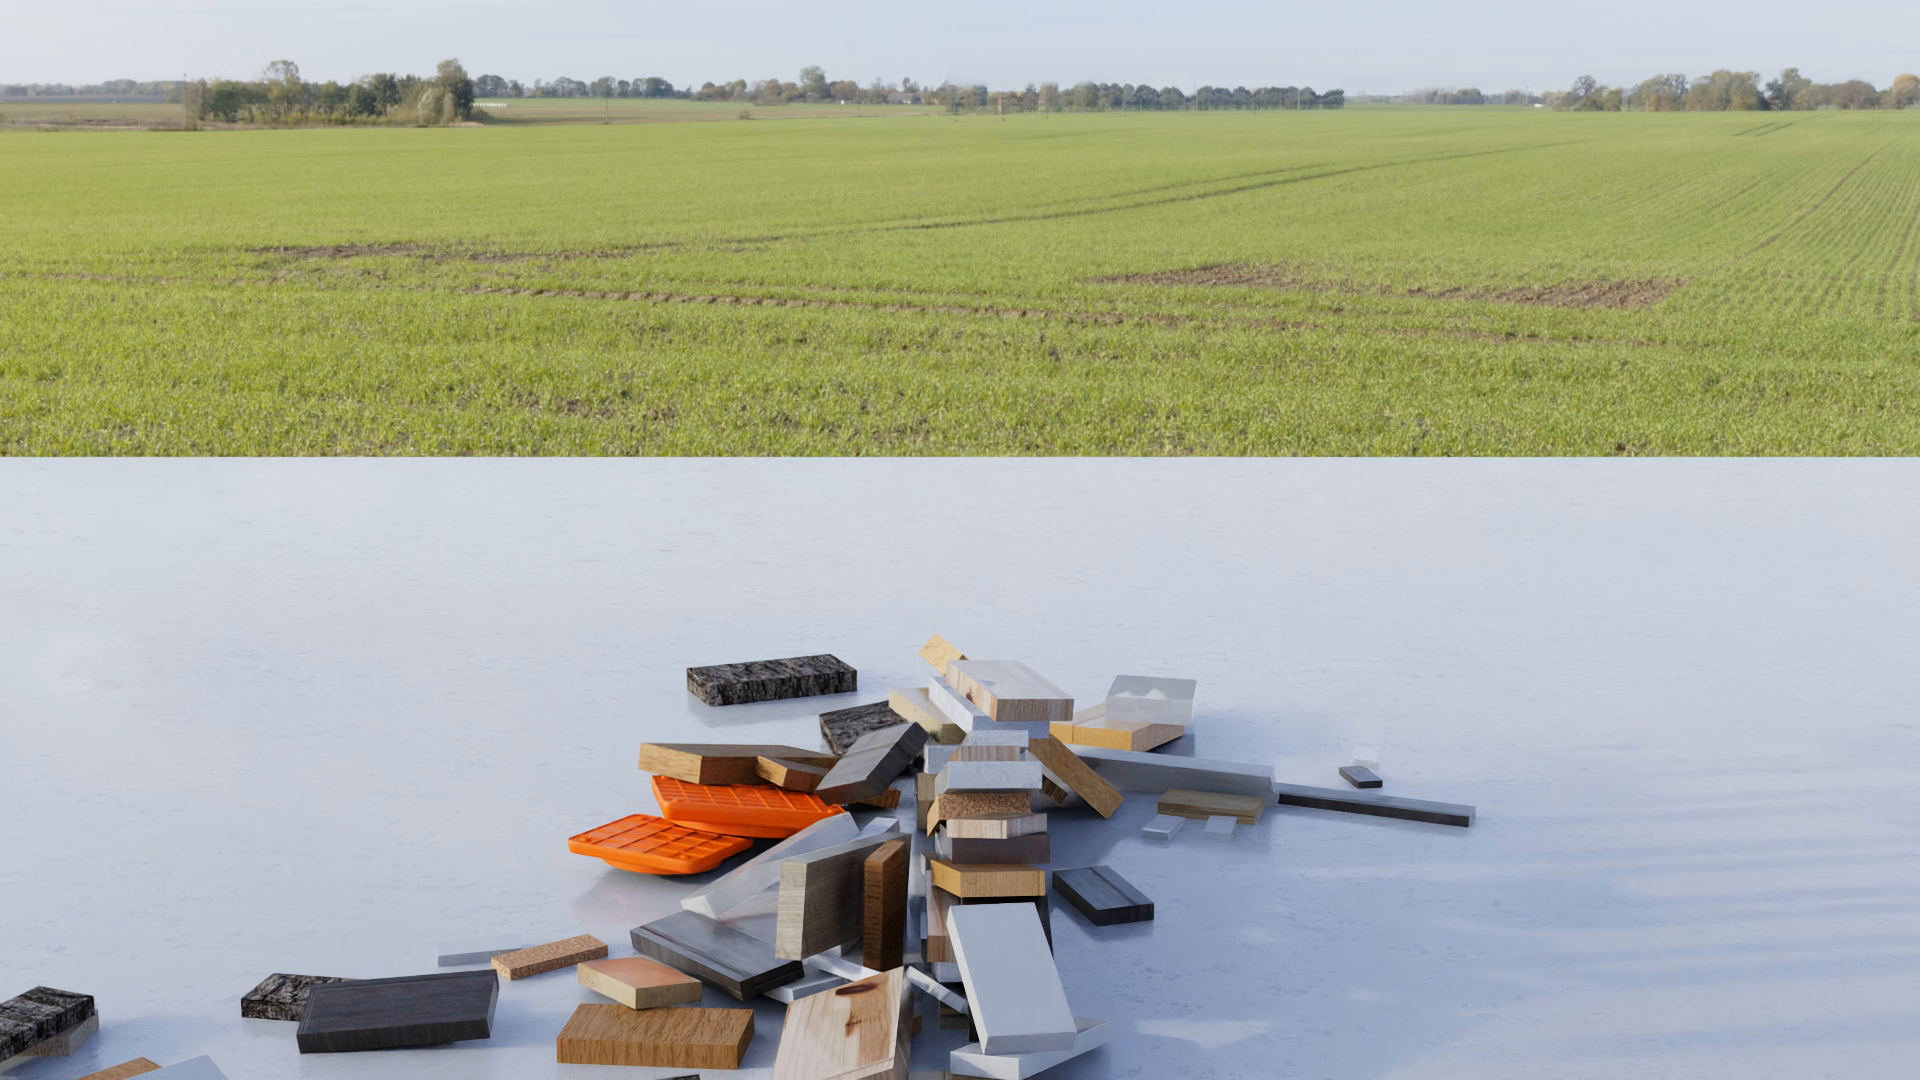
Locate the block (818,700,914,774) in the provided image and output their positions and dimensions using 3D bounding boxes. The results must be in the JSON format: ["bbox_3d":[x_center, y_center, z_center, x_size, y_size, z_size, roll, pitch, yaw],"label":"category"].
[{"bbox_3d":[-0.168,0.405,4.470,0.174,0.049,0.348,-10,13,-12],"label":"block"}]

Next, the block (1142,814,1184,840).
[{"bbox_3d":[0.369,0.522,3.995,0.051,0.014,0.102,4,11,22],"label":"block"}]

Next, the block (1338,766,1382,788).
[{"bbox_3d":[0.784,0.464,4.306,0.051,0.014,0.102,-2,11,-11],"label":"block"}]

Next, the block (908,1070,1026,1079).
[{"bbox_3d":[0.008,0.763,2.607,0.171,0.048,0.530,0,11,-2],"label":"block"}]

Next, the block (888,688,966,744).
[{"bbox_3d":[-0.023,0.306,3.864,0.123,0.035,0.247,1,10,-23],"label":"block"}]

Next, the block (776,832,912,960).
[{"bbox_3d":[-0.171,0.534,3.341,0.039,0.138,0.457,3,-1,18],"label":"block"}]

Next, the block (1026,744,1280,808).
[{"bbox_3d":[0.330,0.443,4.218,0.561,0.091,0.026,4,47,22],"label":"block"}]

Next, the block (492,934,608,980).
[{"bbox_3d":[-0.627,0.638,3.364,0.165,0.018,0.063,-8,13,-37],"label":"block"}]

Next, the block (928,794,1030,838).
[{"bbox_3d":[0.026,0.455,3.621,0.143,0.041,0.419,0,-11,-3],"label":"block"}]

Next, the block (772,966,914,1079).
[{"bbox_3d":[-0.154,0.677,2.924,0.171,0.048,0.342,-18,10,4],"label":"block"}]

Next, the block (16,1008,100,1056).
[{"bbox_3d":[-1.322,0.687,3.071,0.200,0.028,0.100,0,11,0],"label":"block"}]

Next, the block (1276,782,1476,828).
[{"bbox_3d":[0.613,0.483,4.192,0.722,0.020,0.070,5,11,24],"label":"block"}]

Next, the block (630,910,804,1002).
[{"bbox_3d":[-0.369,0.619,3.297,0.103,0.029,0.369,-15,11,-32],"label":"block"}]

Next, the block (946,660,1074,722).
[{"bbox_3d":[0.082,0.256,3.759,0.135,0.038,0.271,1,10,-19],"label":"block"}]

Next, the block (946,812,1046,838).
[{"bbox_3d":[0.055,0.418,3.228,0.091,0.026,0.182,-1,-4,21],"label":"block"}]

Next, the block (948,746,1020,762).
[{"bbox_3d":[0.036,0.344,3.441,0.091,0.026,0.182,1,-11,-7],"label":"block"}]

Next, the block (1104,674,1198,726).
[{"bbox_3d":[0.404,0.334,4.606,0.174,0.049,0.348,3,4,7],"label":"block"}]

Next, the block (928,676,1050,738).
[{"bbox_3d":[0.048,0.287,3.791,0.135,0.038,0.271,2,10,-17],"label":"block"}]

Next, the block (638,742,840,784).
[{"bbox_3d":[-0.414,0.426,4.187,0.179,0.051,0.357,6,0,44],"label":"block"}]

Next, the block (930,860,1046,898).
[{"bbox_3d":[0.037,0.485,3.165,0.120,0.034,0.239,1,-4,-11],"label":"block"}]

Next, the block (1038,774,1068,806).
[{"bbox_3d":[0.129,0.439,4.094,0.091,0.026,0.183,28,-8,30],"label":"block"}]

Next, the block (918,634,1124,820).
[{"bbox_3d":[0.113,0.345,4.081,0.430,0.051,0.179,42,-3,-19],"label":"block"}]

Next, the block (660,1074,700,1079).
[{"bbox_3d":[-0.385,0.725,2.769,0.103,0.029,0.205,-7,5,-2],"label":"block"}]

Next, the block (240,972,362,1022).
[{"bbox_3d":[-0.870,0.667,3.176,0.310,0.028,0.100,2,11,10],"label":"block"}]

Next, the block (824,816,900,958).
[{"bbox_3d":[-0.160,0.550,3.508,0.039,0.138,0.275,3,11,17],"label":"block"}]

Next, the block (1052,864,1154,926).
[{"bbox_3d":[0.234,0.585,3.622,0.099,0.028,0.198,-4,11,-18],"label":"block"}]

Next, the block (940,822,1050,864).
[{"bbox_3d":[0.050,0.458,3.334,0.143,0.041,0.286,0,-4,-4],"label":"block"}]

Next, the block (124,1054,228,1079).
[{"bbox_3d":[-1.068,0.733,2.707,0.355,0.035,0.125,-10,31,-43],"label":"block"}]

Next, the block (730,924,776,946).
[{"bbox_3d":[-0.337,0.629,3.410,0.063,0.018,0.126,-8,13,-36],"label":"block"}]

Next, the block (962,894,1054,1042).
[{"bbox_3d":[0.067,0.580,2.996,0.120,0.034,0.239,0,36,-3],"label":"block"}]

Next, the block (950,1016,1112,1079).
[{"bbox_3d":[0.099,0.678,2.947,0.099,0.028,0.288,-1,-2,28],"label":"block"}]

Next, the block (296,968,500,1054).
[{"bbox_3d":[-0.785,0.660,3.082,0.260,0.033,0.115,-4,25,-3],"label":"block"}]
